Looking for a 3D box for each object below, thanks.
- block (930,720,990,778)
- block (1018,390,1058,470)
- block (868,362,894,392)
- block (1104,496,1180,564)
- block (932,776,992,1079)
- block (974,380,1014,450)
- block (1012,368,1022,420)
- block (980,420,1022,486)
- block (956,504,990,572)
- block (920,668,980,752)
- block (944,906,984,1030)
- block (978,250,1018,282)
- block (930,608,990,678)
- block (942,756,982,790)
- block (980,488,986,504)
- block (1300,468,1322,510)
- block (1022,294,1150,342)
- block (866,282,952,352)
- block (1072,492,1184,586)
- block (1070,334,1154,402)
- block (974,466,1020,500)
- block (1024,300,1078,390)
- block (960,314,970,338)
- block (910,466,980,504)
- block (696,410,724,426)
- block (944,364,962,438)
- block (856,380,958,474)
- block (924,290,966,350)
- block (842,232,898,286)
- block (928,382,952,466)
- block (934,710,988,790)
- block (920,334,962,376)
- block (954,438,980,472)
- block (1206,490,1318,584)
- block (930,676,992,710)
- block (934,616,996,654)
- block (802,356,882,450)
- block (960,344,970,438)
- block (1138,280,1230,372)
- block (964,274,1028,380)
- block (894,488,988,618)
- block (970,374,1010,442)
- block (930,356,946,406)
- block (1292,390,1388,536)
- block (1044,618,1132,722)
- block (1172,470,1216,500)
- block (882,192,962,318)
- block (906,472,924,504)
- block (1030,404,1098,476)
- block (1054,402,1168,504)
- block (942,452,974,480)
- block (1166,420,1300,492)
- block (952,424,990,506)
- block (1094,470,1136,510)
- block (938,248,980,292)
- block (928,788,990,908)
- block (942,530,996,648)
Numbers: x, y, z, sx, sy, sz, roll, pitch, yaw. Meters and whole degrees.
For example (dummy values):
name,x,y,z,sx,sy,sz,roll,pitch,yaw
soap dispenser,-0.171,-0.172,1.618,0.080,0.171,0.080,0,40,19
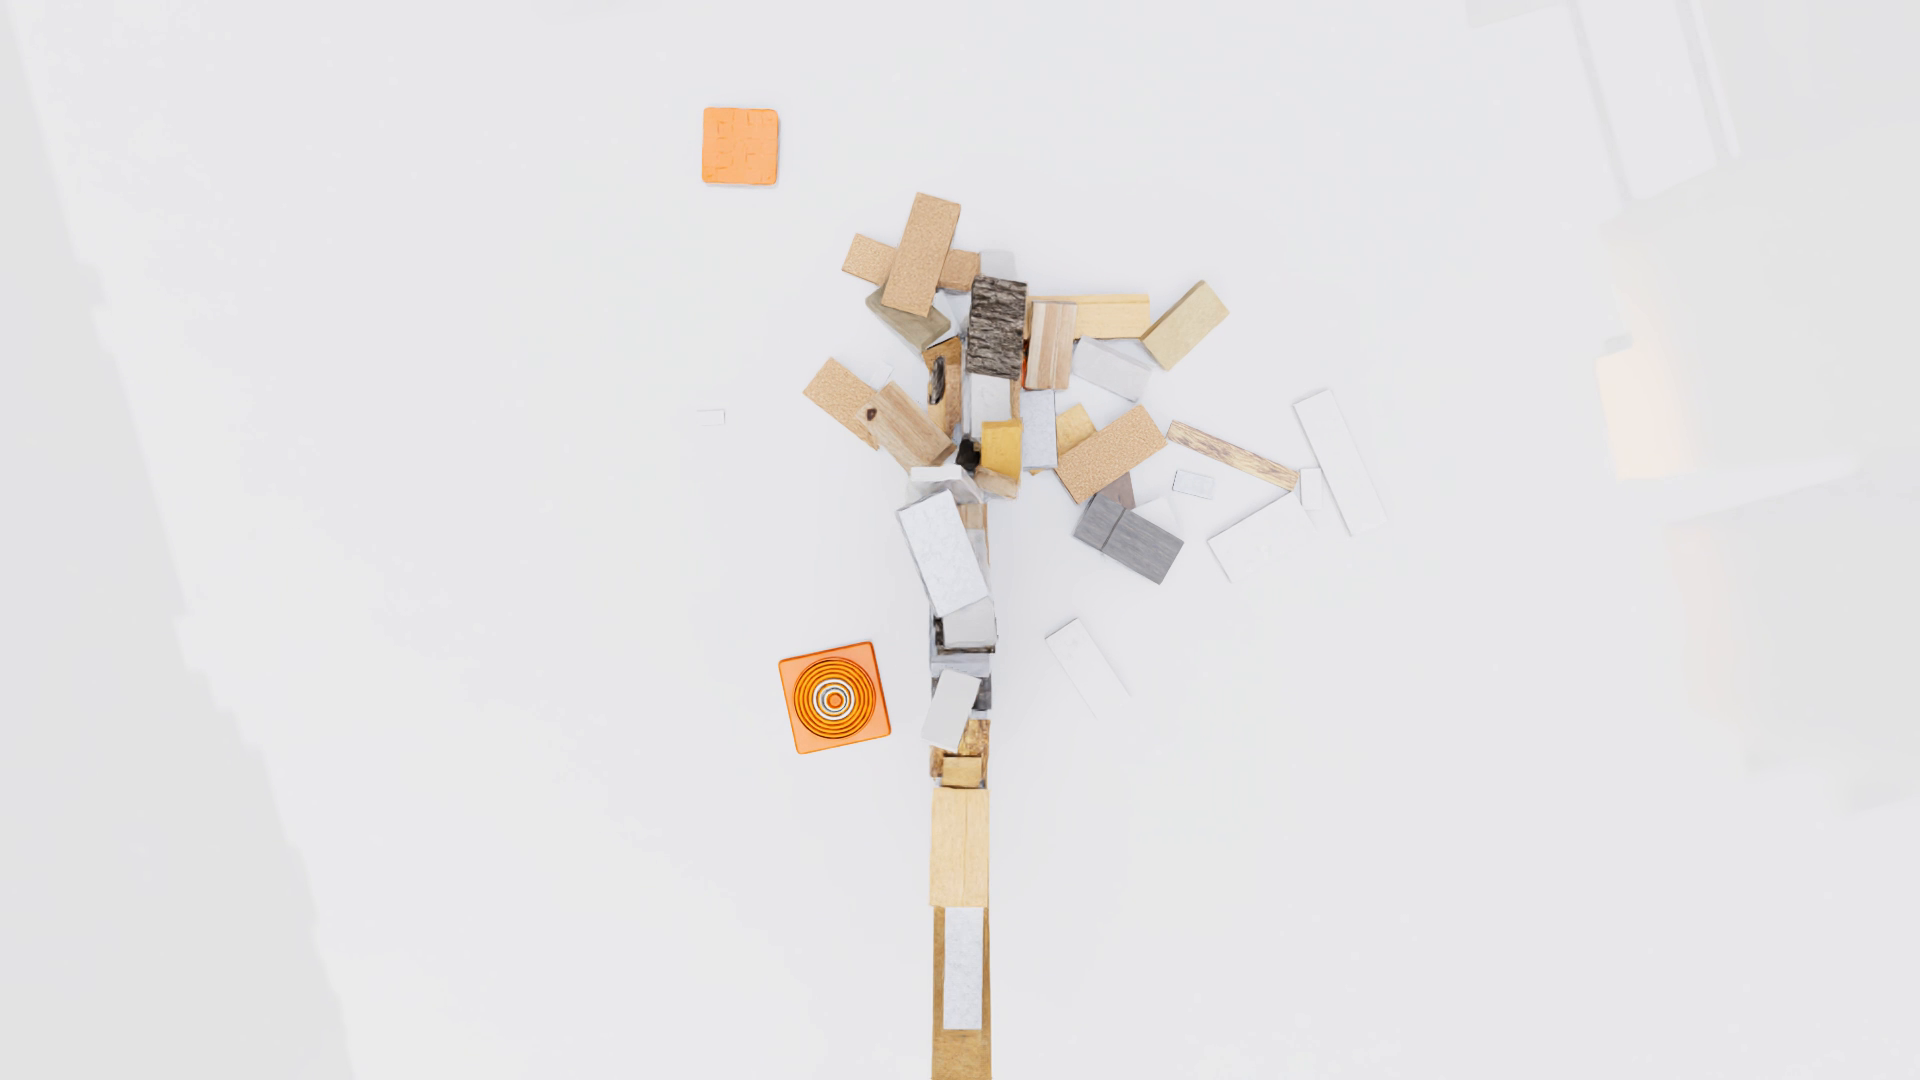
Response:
name,x,y,z,sx,sy,sz,roll,pitch,yaw
block,-0.002,0.590,4.658,0.166,0.333,0.047,2,61,0
block,0.252,-0.362,5.437,0.130,0.037,0.259,-4,74,9
block,-0.263,-0.545,5.493,0.046,0.013,0.092,30,90,0
block,0.580,-0.035,5.445,0.261,0.037,0.131,-23,90,0
block,0.005,1.246,4.858,0.166,1.688,0.047,0,132,0
block,0.103,-0.437,5.249,0.124,0.035,0.319,2,72,-10
block,0.169,-0.507,5.411,0.033,0.116,0.232,0,106,-12
block,0.128,-0.268,5.162,0.124,0.035,0.248,-3,135,-4
block,0.011,0.037,5.144,0.154,0.044,0.309,0,66,-3
block,-0.027,0.466,4.516,0.107,0.030,0.214,16,64,8
block,0.012,1.072,4.730,0.107,0.030,0.633,1,76,0
block,0.128,-0.842,5.402,0.116,0.033,0.232,2,62,-10
block,-0.006,0.298,5.141,0.178,0.391,0.050,-1,119,-1
block,0.003,0.669,4.712,0.107,0.214,0.030,2,64,-1
block,-0.002,-0.059,5.253,0.123,0.035,0.247,11,85,-3
block,1.168,-0.169,5.490,0.068,0.019,0.135,-2,90,0
block,0.334,-0.732,5.443,0.591,0.041,0.143,-2,88,-7
block,-0.169,-0.739,5.372,0.134,0.038,0.267,-40,65,-19
block,0.552,-0.004,5.403,0.327,0.046,0.163,30,90,0
block,0.494,-0.566,5.444,0.260,0.037,0.130,25,131,0
block,0.113,-0.180,5.174,0.143,0.072,0.020,20,47,11
block,0.295,-0.638,5.402,0.143,0.041,0.286,2,112,-8
block,0.015,-0.699,5.493,0.046,0.013,0.092,36,90,0
block,-0.041,-0.166,5.080,0.154,0.309,0.044,-3,77,11
block,-0.831,-0.406,5.493,0.092,0.013,0.046,-3,90,0
block,0.009,-0.455,5.385,0.116,0.033,0.232,-2,102,-5
block,-0.175,-0.352,5.343,0.172,0.049,0.344,-44,59,2
block,-0.062,-0.674,5.459,0.134,0.038,0.267,-27,99,0
block,-0.248,-0.910,5.482,0.260,0.037,0.130,22,90,0
block,-0.032,-0.363,5.439,0.150,0.043,0.312,-1,102,-6
block,0.002,0.643,4.836,0.148,0.042,0.297,2,92,0
block,-0.016,-0.526,5.448,0.134,0.038,0.267,-24,104,-1
block,0.072,-0.334,5.301,0.123,0.035,0.247,16,67,-1
block,1.002,-0.009,5.477,0.327,0.046,0.163,-30,90,0
block,0.004,0.441,4.975,0.178,0.355,0.050,0,99,0
block,0.007,0.228,5.139,0.178,0.356,0.050,-2,123,-4
block,-0.354,-0.452,5.478,0.310,0.044,0.155,38,90,0
block,0.083,-0.475,5.300,0.155,0.044,0.310,3,72,-10
block,0.742,-0.708,5.453,0.286,0.041,0.143,-43,112,0
block,0.115,-0.680,5.269,0.172,0.049,0.345,9,63,-7
block,-0.054,0.039,4.920,0.172,0.049,0.344,-24,103,-16
block,0.094,-0.428,5.205,0.124,0.035,0.248,3,71,-10
block,-0.071,-0.514,5.324,0.020,0.072,0.143,13,118,14
block,1.263,-0.255,5.482,0.130,0.037,0.479,-24,90,0
block,0.426,0.430,5.482,0.131,0.037,0.326,-34,90,0
block,0.780,-0.183,5.490,0.135,0.019,0.068,14,90,0
block,-0.124,-0.936,5.396,0.155,0.044,0.425,16,67,0
block,-0.146,-0.152,5.430,0.020,0.143,0.072,-29,49,-34
block,0.320,-0.334,5.482,0.259,0.037,0.130,-31,90,0
block,0.492,-0.283,5.440,0.358,0.046,0.163,-34,90,0
block,-0.002,-0.128,5.298,0.150,0.043,0.301,11,84,-2
block,0.908,-0.281,5.490,0.459,0.019,0.068,23,90,0
block,0.031,-0.216,5.352,0.150,0.043,0.301,10,85,-2
block,0.519,-0.096,5.482,0.130,0.037,0.287,-10,90,0
block,-0.066,-0.901,5.441,0.261,0.037,0.131,8,66,-7
block,-0.001,0.884,4.735,0.167,0.047,0.333,2,76,0
block,0.015,0.147,5.034,0.154,0.044,0.375,-3,62,-5
